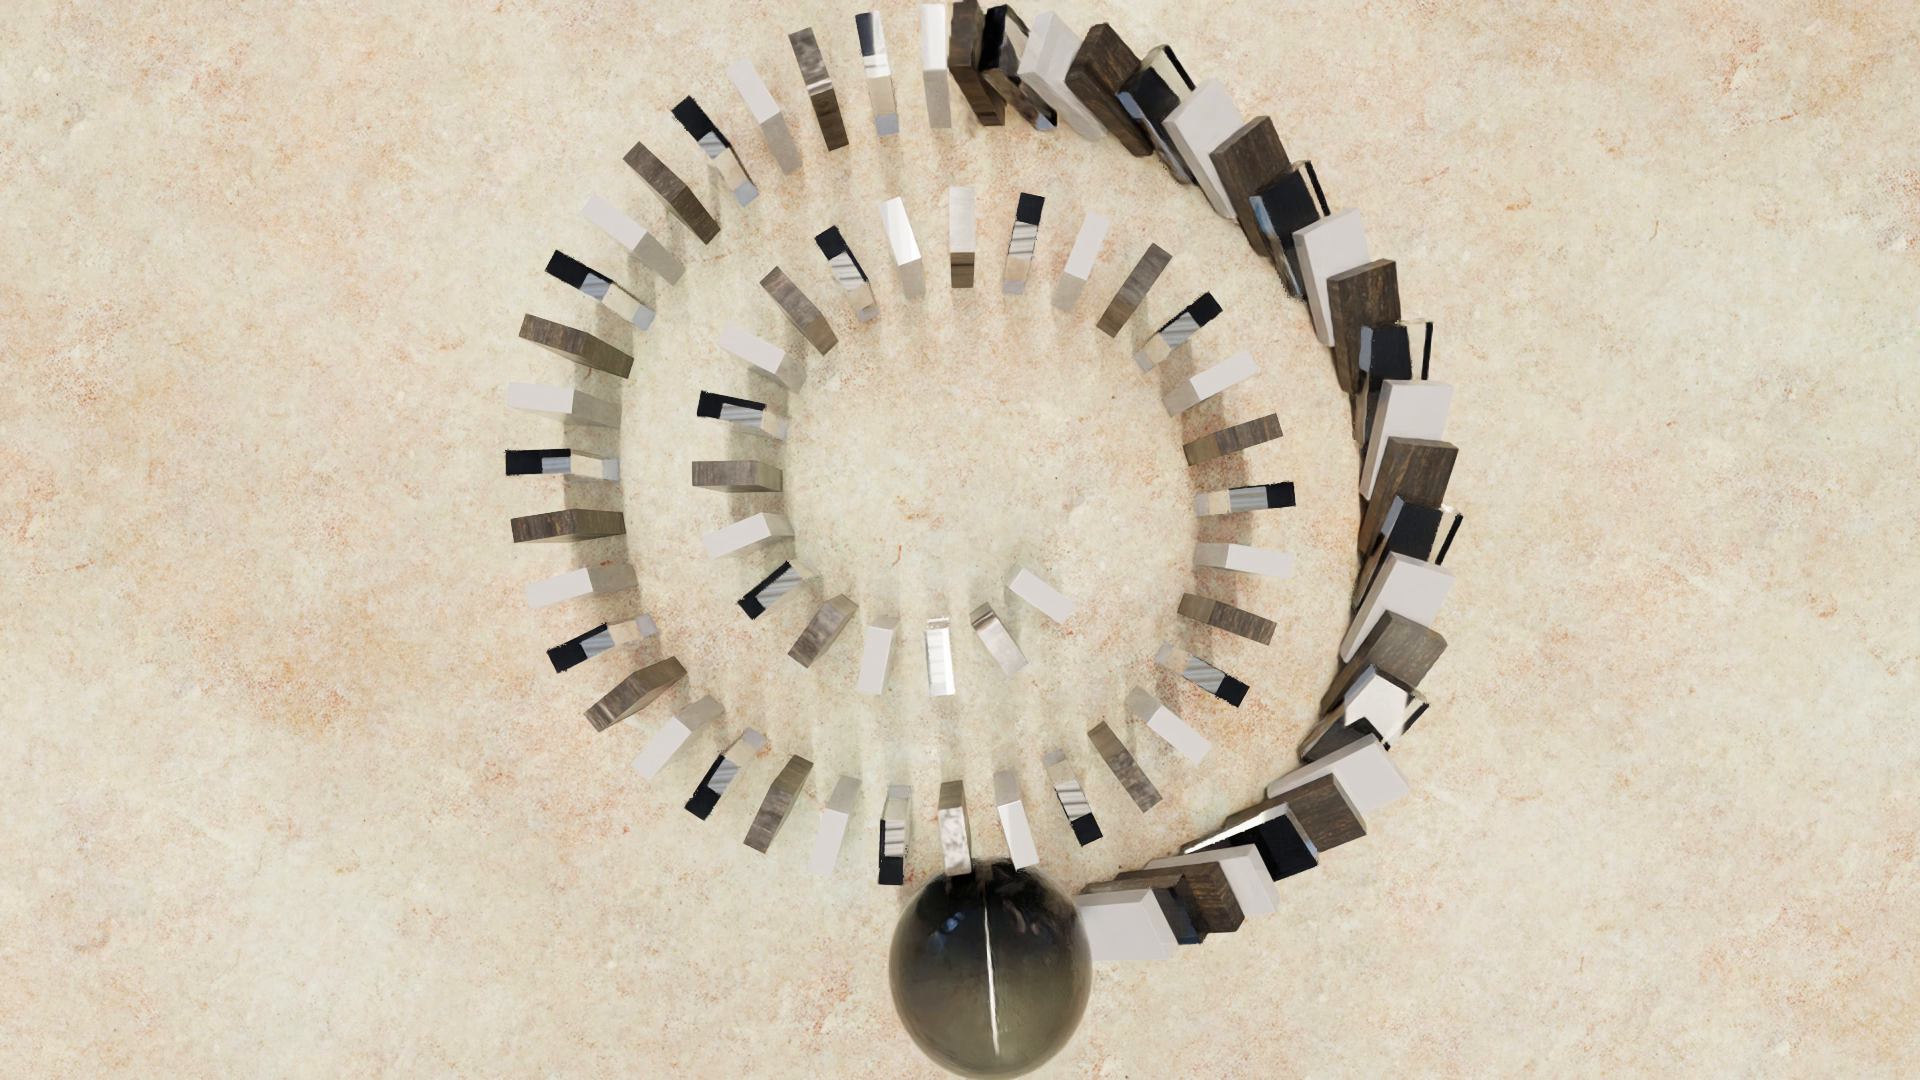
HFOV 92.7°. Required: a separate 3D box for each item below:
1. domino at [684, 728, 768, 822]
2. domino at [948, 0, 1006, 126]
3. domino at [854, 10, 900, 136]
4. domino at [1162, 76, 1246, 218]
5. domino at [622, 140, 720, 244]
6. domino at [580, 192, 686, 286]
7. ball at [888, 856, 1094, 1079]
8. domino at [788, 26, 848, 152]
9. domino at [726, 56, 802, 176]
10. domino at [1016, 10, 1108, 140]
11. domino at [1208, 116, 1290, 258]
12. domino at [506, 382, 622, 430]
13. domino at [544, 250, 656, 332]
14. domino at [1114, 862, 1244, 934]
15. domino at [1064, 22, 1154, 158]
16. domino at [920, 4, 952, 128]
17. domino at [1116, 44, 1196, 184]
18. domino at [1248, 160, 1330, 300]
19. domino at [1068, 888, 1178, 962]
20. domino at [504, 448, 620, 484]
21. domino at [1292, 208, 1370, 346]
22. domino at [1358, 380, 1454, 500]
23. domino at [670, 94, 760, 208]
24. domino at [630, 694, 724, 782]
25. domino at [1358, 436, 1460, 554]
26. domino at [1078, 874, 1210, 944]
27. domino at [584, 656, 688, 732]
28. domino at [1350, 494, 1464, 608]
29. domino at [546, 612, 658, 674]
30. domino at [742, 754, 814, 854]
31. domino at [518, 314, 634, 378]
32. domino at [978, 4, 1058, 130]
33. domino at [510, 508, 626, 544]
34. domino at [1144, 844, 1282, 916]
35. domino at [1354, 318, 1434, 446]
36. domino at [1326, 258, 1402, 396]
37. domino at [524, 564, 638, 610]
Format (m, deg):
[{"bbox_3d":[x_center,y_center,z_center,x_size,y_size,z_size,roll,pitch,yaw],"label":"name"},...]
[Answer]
[{"bbox_3d":[-0.095,0.095,0.375,0.010,0.050,0.025,33,90,0],"label":"domino"},{"bbox_3d":[0.008,-0.193,0.375,0.010,0.050,0.025,6,90,18],"label":"domino"},{"bbox_3d":[-0.033,-0.189,0.375,0.010,0.050,0.025,-11,90,0],"label":"domino"},{"bbox_3d":[0.109,-0.163,0.384,0.025,0.009,0.050,-46,119,0],"label":"domino"},{"bbox_3d":[-0.117,-0.141,0.375,0.025,0.050,0.009,43,90,0],"label":"domino"},{"bbox_3d":[-0.132,-0.122,0.375,0.025,0.050,0.010,36,90,0],"label":"domino"},{"bbox_3d":[0.012,0.167,0.360,0.080,0.080,0.080,0,90,0],"label":"ball"},{"bbox_3d":[-0.057,-0.183,0.375,0.010,0.050,0.025,-20,90,0],"label":"domino"},{"bbox_3d":[-0.079,-0.172,0.375,0.009,0.050,0.025,-32,90,0],"label":"domino"},{"bbox_3d":[0.046,-0.191,0.379,0.010,0.050,0.025,17,90,44],"label":"domino"},{"bbox_3d":[0.127,-0.148,0.385,0.025,0.009,0.050,-38,117,0],"label":"domino"},{"bbox_3d":[-0.160,-0.054,0.375,0.025,0.050,0.009,6,90,0],"label":"domino"},{"bbox_3d":[-0.146,-0.101,0.375,0.025,0.050,0.009,29,90,0],"label":"domino"},{"bbox_3d":[0.089,0.150,0.380,0.050,0.009,0.025,-26,90,41],"label":"domino"},{"bbox_3d":[0.067,-0.186,0.381,0.050,0.009,0.025,27,90,-38],"label":"domino"},{"bbox_3d":[-0.009,-0.192,0.375,0.010,0.050,0.025,-2,90,2],"label":"domino"},{"bbox_3d":[0.089,-0.177,0.383,0.050,0.010,0.025,39,90,-32],"label":"domino"},{"bbox_3d":[0.143,-0.130,0.385,0.025,0.009,0.050,-35,116,0],"label":"domino"},{"bbox_3d":[0.062,0.160,0.380,0.050,0.010,0.025,-26,90,41],"label":"domino"},{"bbox_3d":[-0.161,-0.030,0.375,0.025,0.050,0.009,-2,90,0],"label":"domino"},{"bbox_3d":[0.159,-0.110,0.385,0.025,0.009,0.050,-26,115,0],"label":"domino"},{"bbox_3d":[0.187,-0.042,0.385,0.025,0.010,0.050,2,114,0],"label":"domino"},{"bbox_3d":[-0.099,-0.158,0.375,0.009,0.050,0.025,-40,90,0],"label":"domino"},{"bbox_3d":[-0.114,0.080,0.375,0.010,0.050,0.025,41,90,0],"label":"domino"},{"bbox_3d":[0.188,-0.017,0.386,0.025,0.010,0.050,5,114,0],"label":"domino"},{"bbox_3d":[0.075,0.154,0.380,0.050,0.009,0.025,-26,90,41],"label":"domino"},{"bbox_3d":[-0.131,0.062,0.375,0.025,0.050,0.010,-39,90,0],"label":"domino"},{"bbox_3d":[0.187,0.008,0.386,0.025,0.010,0.050,13,114,0],"label":"domino"},{"bbox_3d":[-0.145,0.041,0.375,0.025,0.050,0.009,-26,90,0],"label":"domino"},{"bbox_3d":[-0.073,0.107,0.375,0.010,0.050,0.025,26,90,0],"label":"domino"},{"bbox_3d":[-0.155,-0.078,0.375,0.025,0.050,0.010,18,90,0],"label":"domino"},{"bbox_3d":[0.026,-0.193,0.376,0.009,0.050,0.025,9,90,32],"label":"domino"},{"bbox_3d":[-0.159,-0.005,0.375,0.025,0.050,0.009,-9,90,0],"label":"domino"},{"bbox_3d":[0.104,0.144,0.381,0.050,0.010,0.025,-26,90,37],"label":"domino"},{"bbox_3d":[0.182,-0.066,0.385,0.025,0.010,0.050,-7,114,0],"label":"domino"},{"bbox_3d":[0.171,-0.089,0.385,0.025,0.010,0.050,-19,115,0],"label":"domino"},{"bbox_3d":[-0.153,0.019,0.375,0.025,0.050,0.009,-16,90,0],"label":"domino"}]
